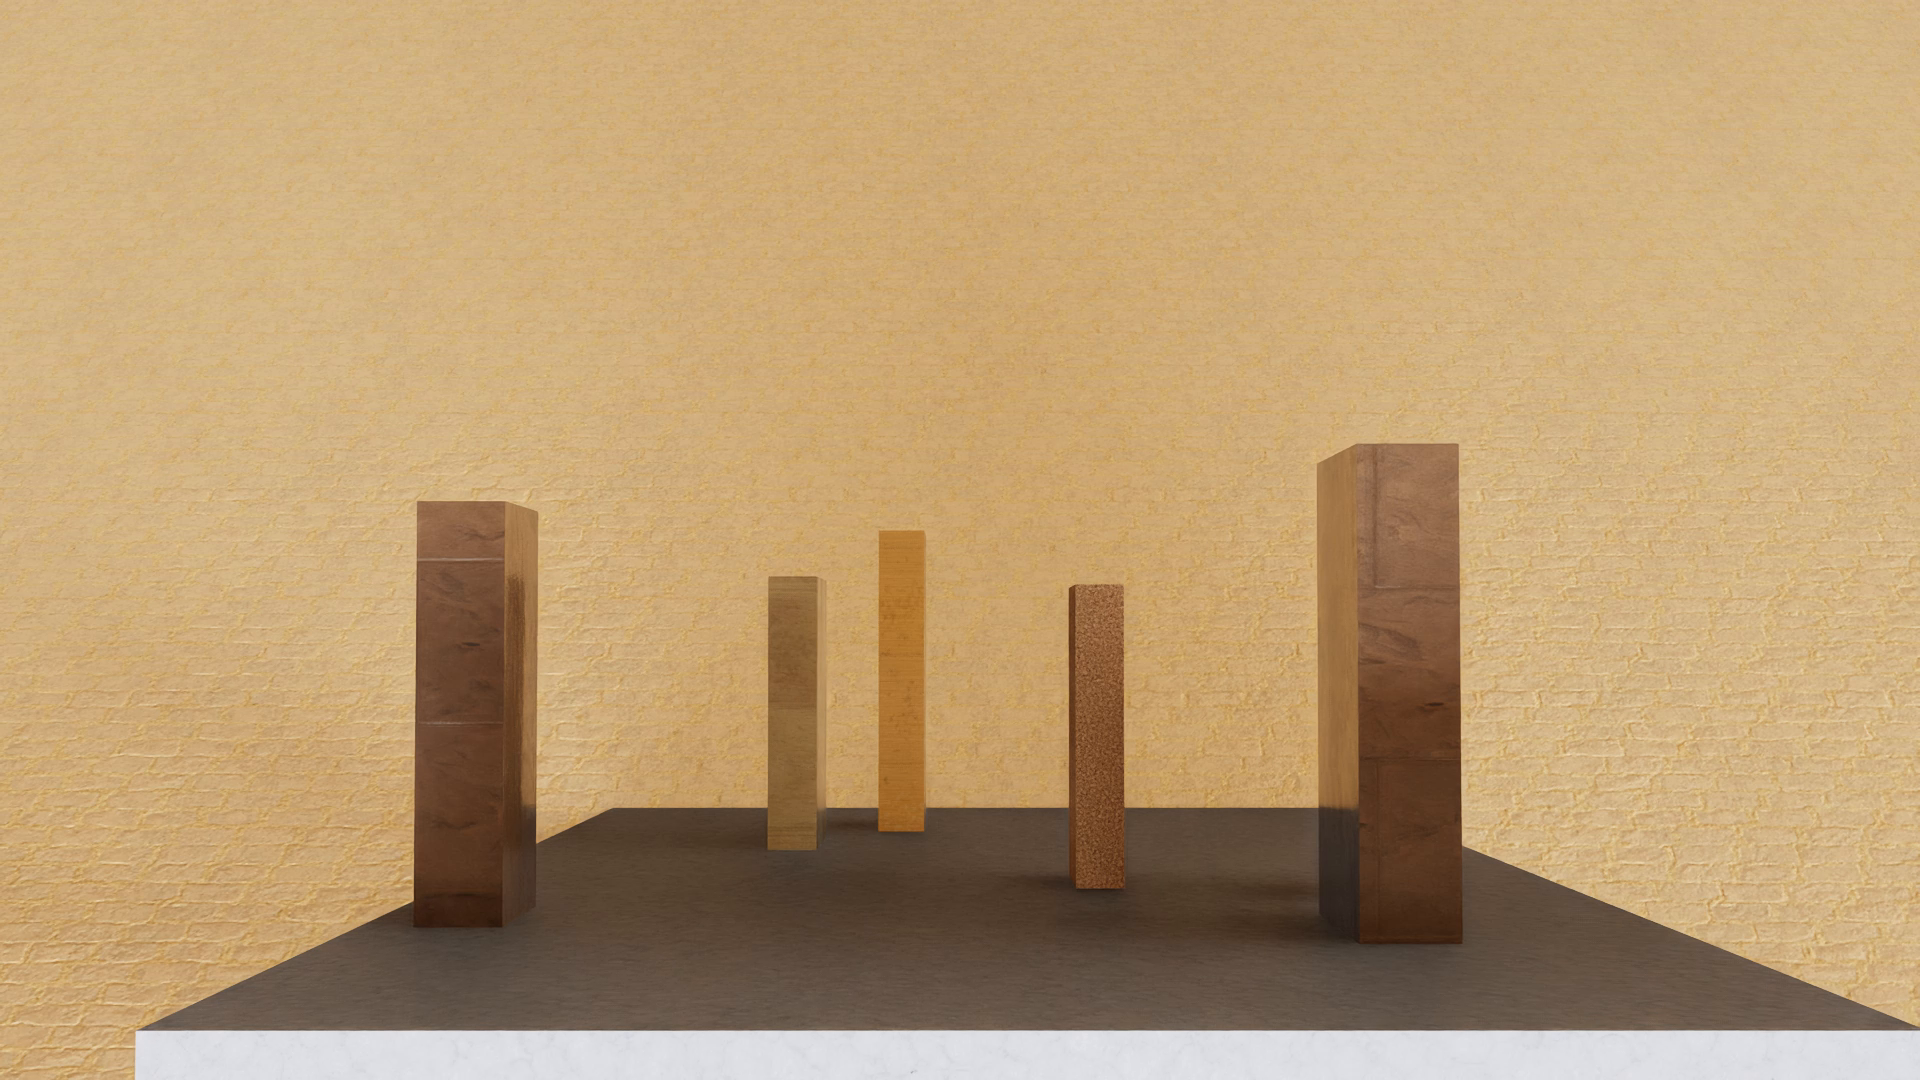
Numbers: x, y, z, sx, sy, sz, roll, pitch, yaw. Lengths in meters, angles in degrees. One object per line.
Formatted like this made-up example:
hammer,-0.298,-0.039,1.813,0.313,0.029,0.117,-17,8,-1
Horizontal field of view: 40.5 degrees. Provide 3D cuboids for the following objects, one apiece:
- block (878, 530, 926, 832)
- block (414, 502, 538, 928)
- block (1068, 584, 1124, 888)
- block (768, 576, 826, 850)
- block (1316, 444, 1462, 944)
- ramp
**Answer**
block,-0.136,0.334,6.221,0.105,0.697,0.385,0,-2,0
block,-0.767,0.272,4.139,0.135,0.651,0.315,0,-2,0
block,0.248,0.353,4.752,0.086,0.538,0.287,0,-2,0
block,-0.353,0.372,5.670,0.103,0.575,0.386,0,-2,0
block,0.650,0.229,3.970,0.148,0.722,0.423,0,-2,0
ramp,0.080,0.679,4.898,2.000,0.100,4.000,0,-2,0
